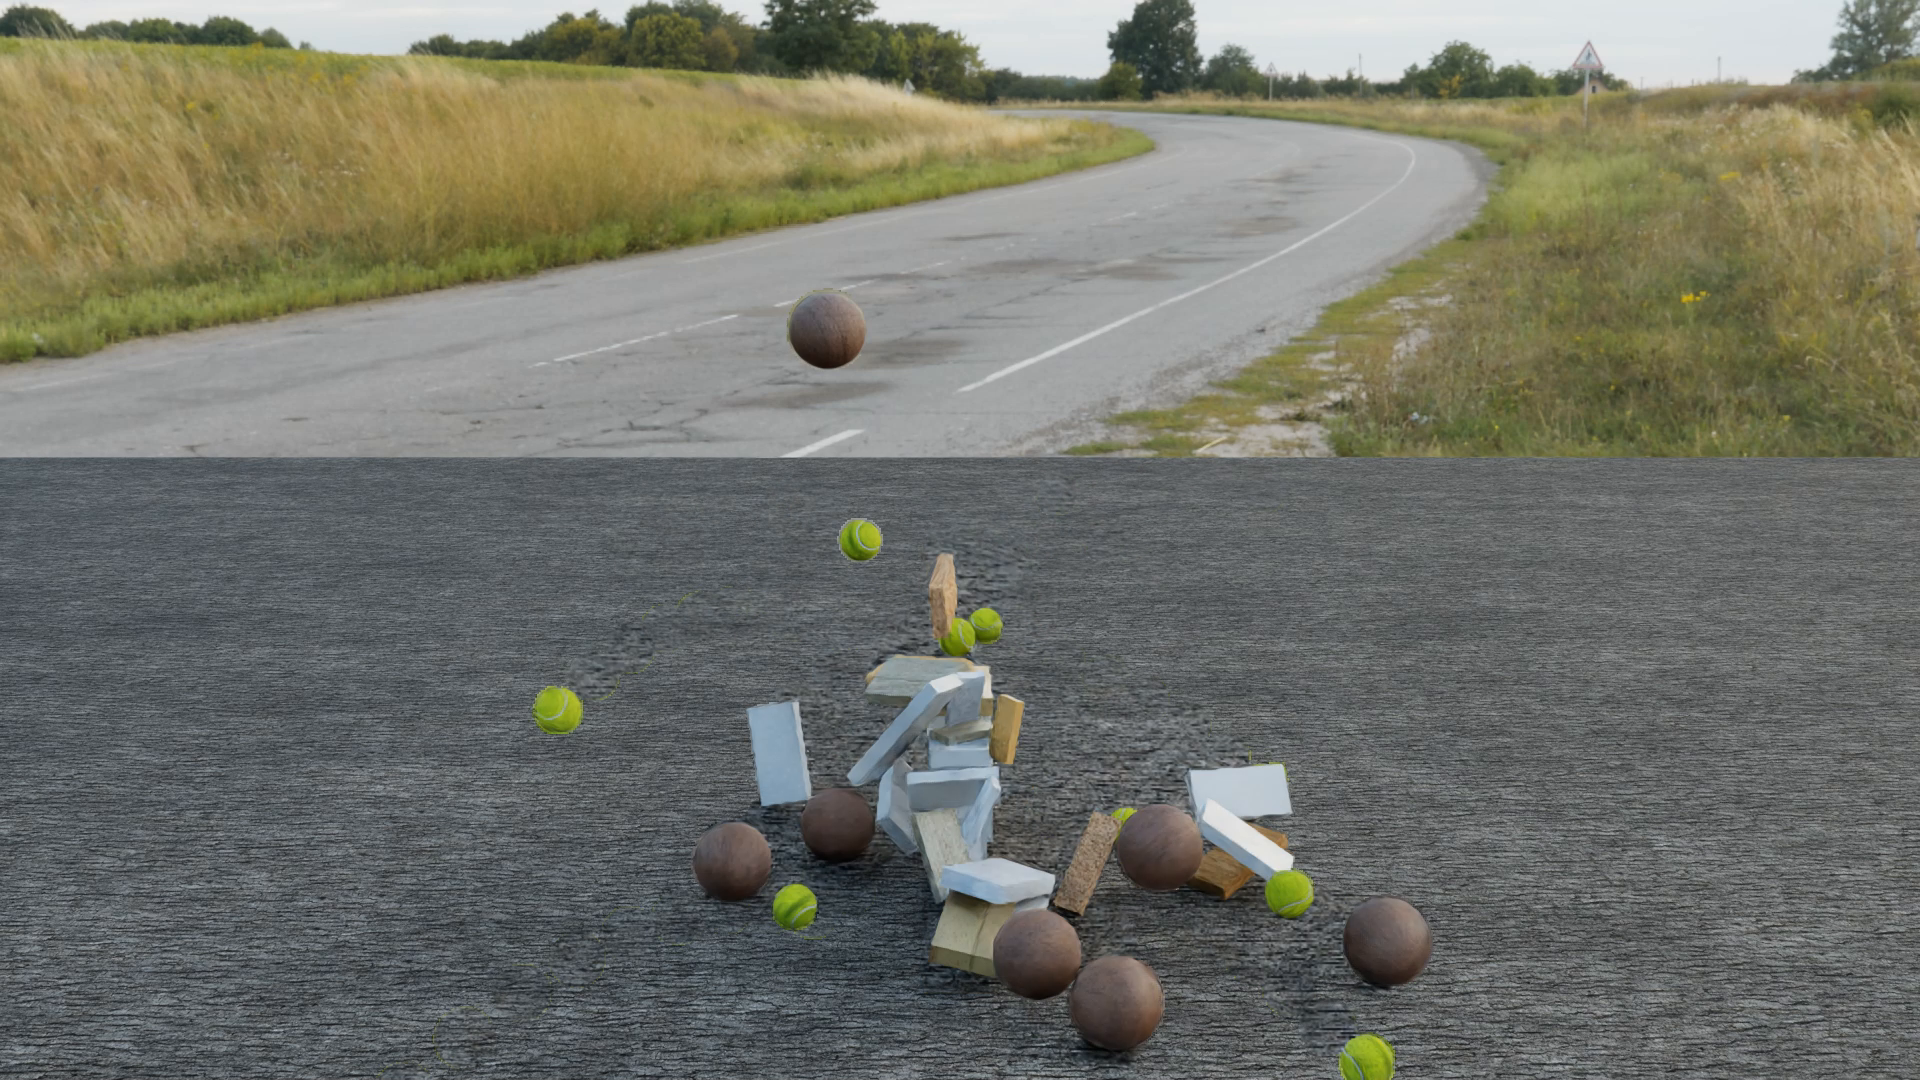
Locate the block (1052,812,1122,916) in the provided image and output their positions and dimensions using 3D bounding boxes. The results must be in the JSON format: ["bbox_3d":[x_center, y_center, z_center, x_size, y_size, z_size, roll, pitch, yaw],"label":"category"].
[{"bbox_3d":[0.209,0.529,3.601,0.052,0.169,0.015,12,-22,39],"label":"block"}]

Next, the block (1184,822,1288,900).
[{"bbox_3d":[0.466,0.540,3.713,0.085,0.024,0.171,14,36,44],"label":"block"}]

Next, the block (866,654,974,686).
[{"bbox_3d":[-0.073,0.244,3.995,0.183,0.026,0.091,1,24,40],"label":"block"}]

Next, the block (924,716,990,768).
[{"bbox_3d":[-0.006,0.347,3.799,0.101,0.029,0.202,-1,12,-3],"label":"block"}]

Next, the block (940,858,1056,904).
[{"bbox_3d":[0.061,0.533,3.440,0.104,0.029,0.208,14,2,25],"label":"block"}]

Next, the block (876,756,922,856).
[{"bbox_3d":[-0.105,0.465,3.903,0.026,0.092,0.185,-30,26,20],"label":"block"}]

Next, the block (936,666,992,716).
[{"bbox_3d":[-0.001,0.275,4.015,0.114,0.032,0.229,0,11,-1],"label":"block"}]

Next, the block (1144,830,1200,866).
[{"bbox_3d":[0.359,0.520,3.703,0.104,0.015,0.052,19,25,-46],"label":"block"}]

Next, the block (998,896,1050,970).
[{"bbox_3d":[0.053,0.597,3.433,0.104,0.029,0.208,18,21,18],"label":"block"}]

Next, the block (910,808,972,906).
[{"bbox_3d":[-0.025,0.524,3.648,0.076,0.151,0.021,-7,-21,-30],"label":"block"}]

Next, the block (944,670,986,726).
[{"bbox_3d":[0.009,0.276,3.811,0.054,0.109,0.015,-4,38,-19],"label":"block"}]

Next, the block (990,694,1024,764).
[{"bbox_3d":[0.078,0.322,3.741,0.015,0.109,0.054,6,7,-35],"label":"block"}]

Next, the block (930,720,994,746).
[{"bbox_3d":[0.009,0.330,3.772,0.109,0.015,0.054,-8,15,-34],"label":"block"}]

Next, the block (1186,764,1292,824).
[{"bbox_3d":[0.472,0.430,3.725,0.171,0.085,0.024,-2,-21,-16],"label":"block"}]

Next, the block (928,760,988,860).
[{"bbox_3d":[-0.004,0.476,3.736,0.101,0.202,0.029,0,-10,0],"label":"block"}]

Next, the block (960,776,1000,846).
[{"bbox_3d":[0.033,0.436,3.548,0.015,0.104,0.052,25,10,-11],"label":"block"}]

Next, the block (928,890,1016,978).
[{"bbox_3d":[0.021,0.590,3.351,0.104,0.029,0.208,13,20,5],"label":"block"}]

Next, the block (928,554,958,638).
[{"bbox_3d":[-0.029,0.098,3.890,0.026,0.091,0.183,-4,18,7],"label":"block"}]

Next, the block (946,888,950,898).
[{"bbox_3d":[0.001,0.591,3.562,0.047,0.013,0.094,11,20,-2],"label":"block"}]

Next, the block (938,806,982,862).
[{"bbox_3d":[-0.001,0.513,3.690,0.076,0.151,0.021,-1,-20,-2],"label":"block"}]

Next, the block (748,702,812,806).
[{"bbox_3d":[-0.338,0.402,4.131,0.092,0.184,0.026,-11,-6,17],"label":"block"}]

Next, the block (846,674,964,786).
[{"bbox_3d":[-0.095,0.326,3.770,0.026,0.242,0.092,47,25,15],"label":"block"}]

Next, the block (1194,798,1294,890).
[{"bbox_3d":[0.467,0.498,3.612,0.171,0.024,0.085,35,22,0],"label":"block"}]

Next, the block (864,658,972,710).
[{"bbox_3d":[-0.075,0.254,3.905,0.183,0.026,0.091,1,43,40],"label":"block"}]

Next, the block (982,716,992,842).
[{"bbox_3d":[0.000,0.424,3.935,0.114,0.229,0.032,0,-4,0],"label":"block"}]

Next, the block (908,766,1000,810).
[{"bbox_3d":[-0.010,0.412,3.640,0.151,0.076,0.021,-4,47,-1],"label":"block"}]
